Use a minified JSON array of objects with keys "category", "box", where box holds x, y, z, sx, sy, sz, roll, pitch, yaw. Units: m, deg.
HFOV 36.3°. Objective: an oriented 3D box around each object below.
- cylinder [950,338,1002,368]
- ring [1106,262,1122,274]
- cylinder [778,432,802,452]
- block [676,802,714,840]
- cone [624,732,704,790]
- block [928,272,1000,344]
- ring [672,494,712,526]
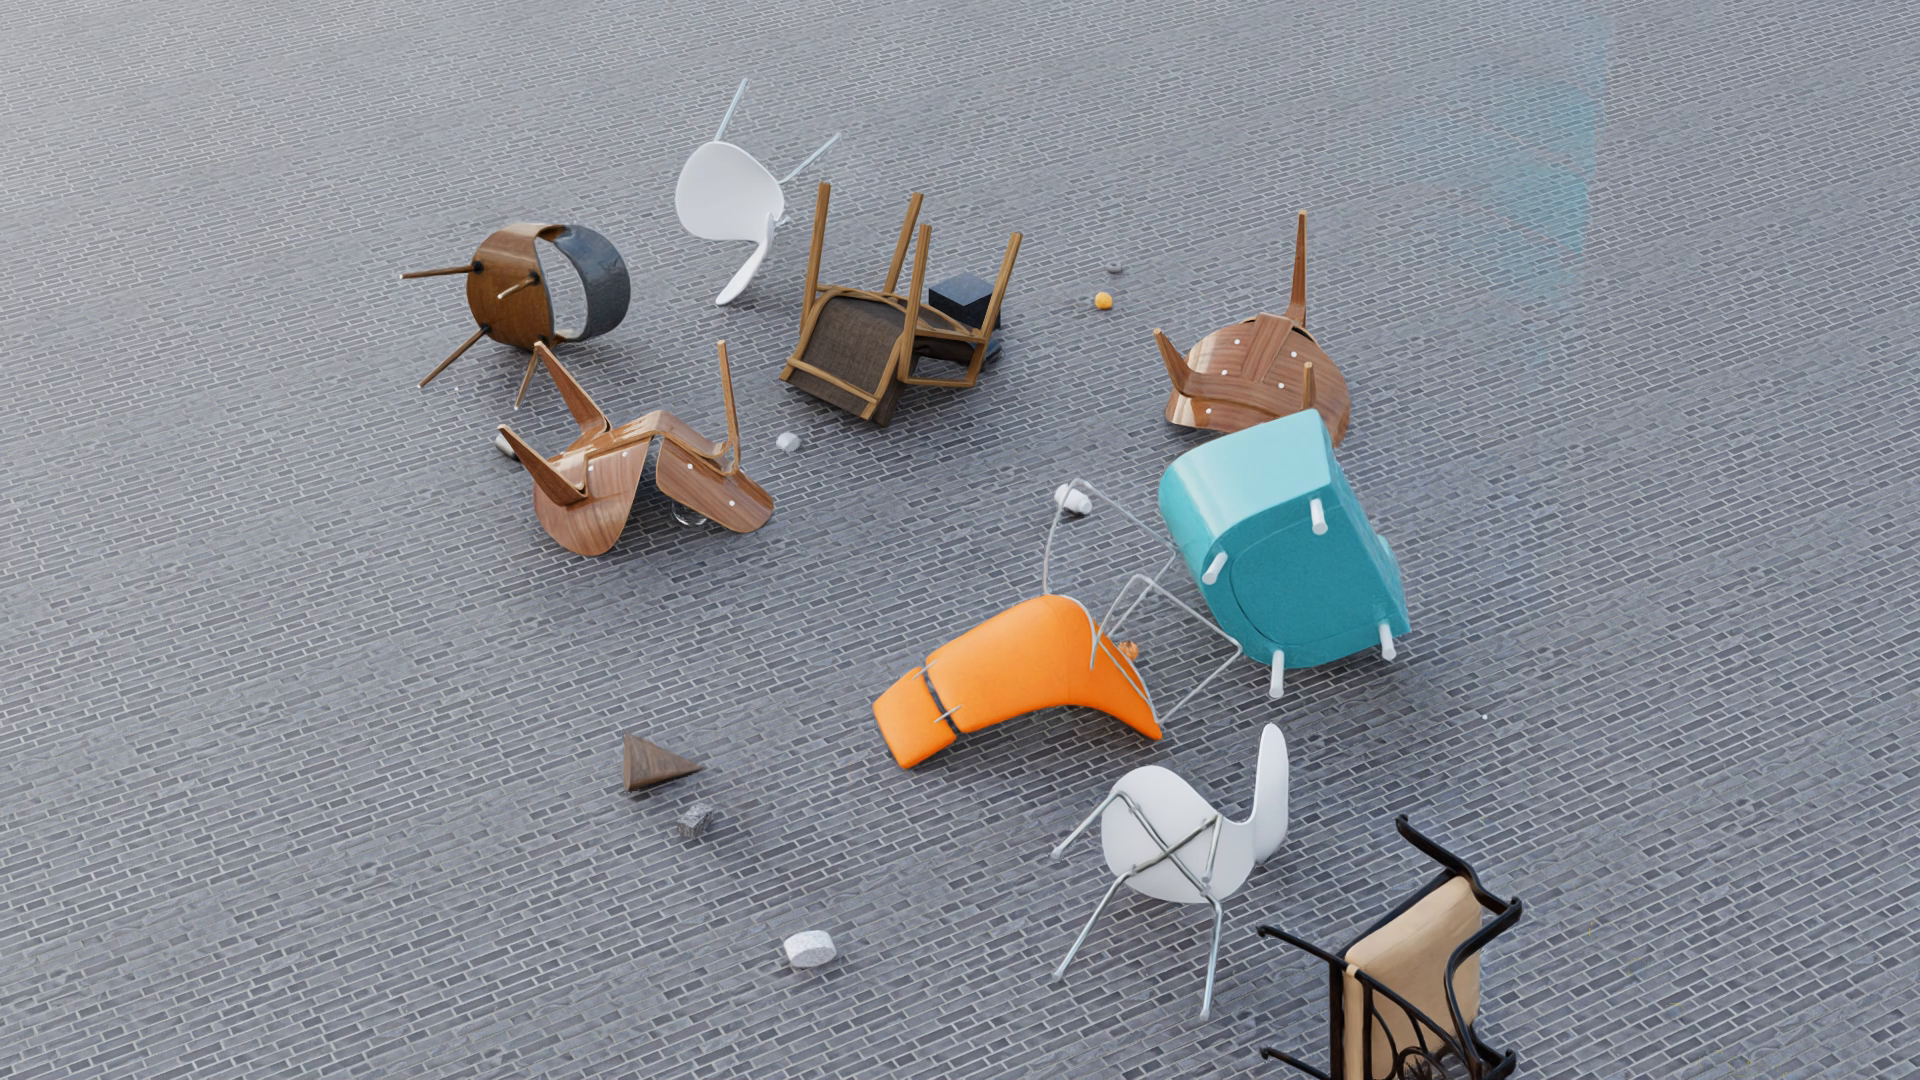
[{"category":"cylinder","box":[0.067,-0.771,12.047,0.155,0.071,0.147,13,34,34]},{"category":"ring","box":[0.668,-1.183,12.710,0.072,0.033,0.066,27,43,32]},{"category":"cylinder","box":[-0.669,-0.386,11.484,0.075,0.050,0.060,-28,42,-24]},{"category":"block","box":[-0.858,0.911,9.515,0.062,0.051,0.118,19,38,26]},{"category":"cone","box":[-0.976,0.746,9.757,0.265,0.125,0.275,7,32,-14]},{"category":"block","box":[0.020,-0.971,12.254,0.212,0.181,0.213,-27,42,-35]},{"category":"ring","box":[-1.011,-0.115,11.041,0.150,0.050,0.133,22,55,7]}]
